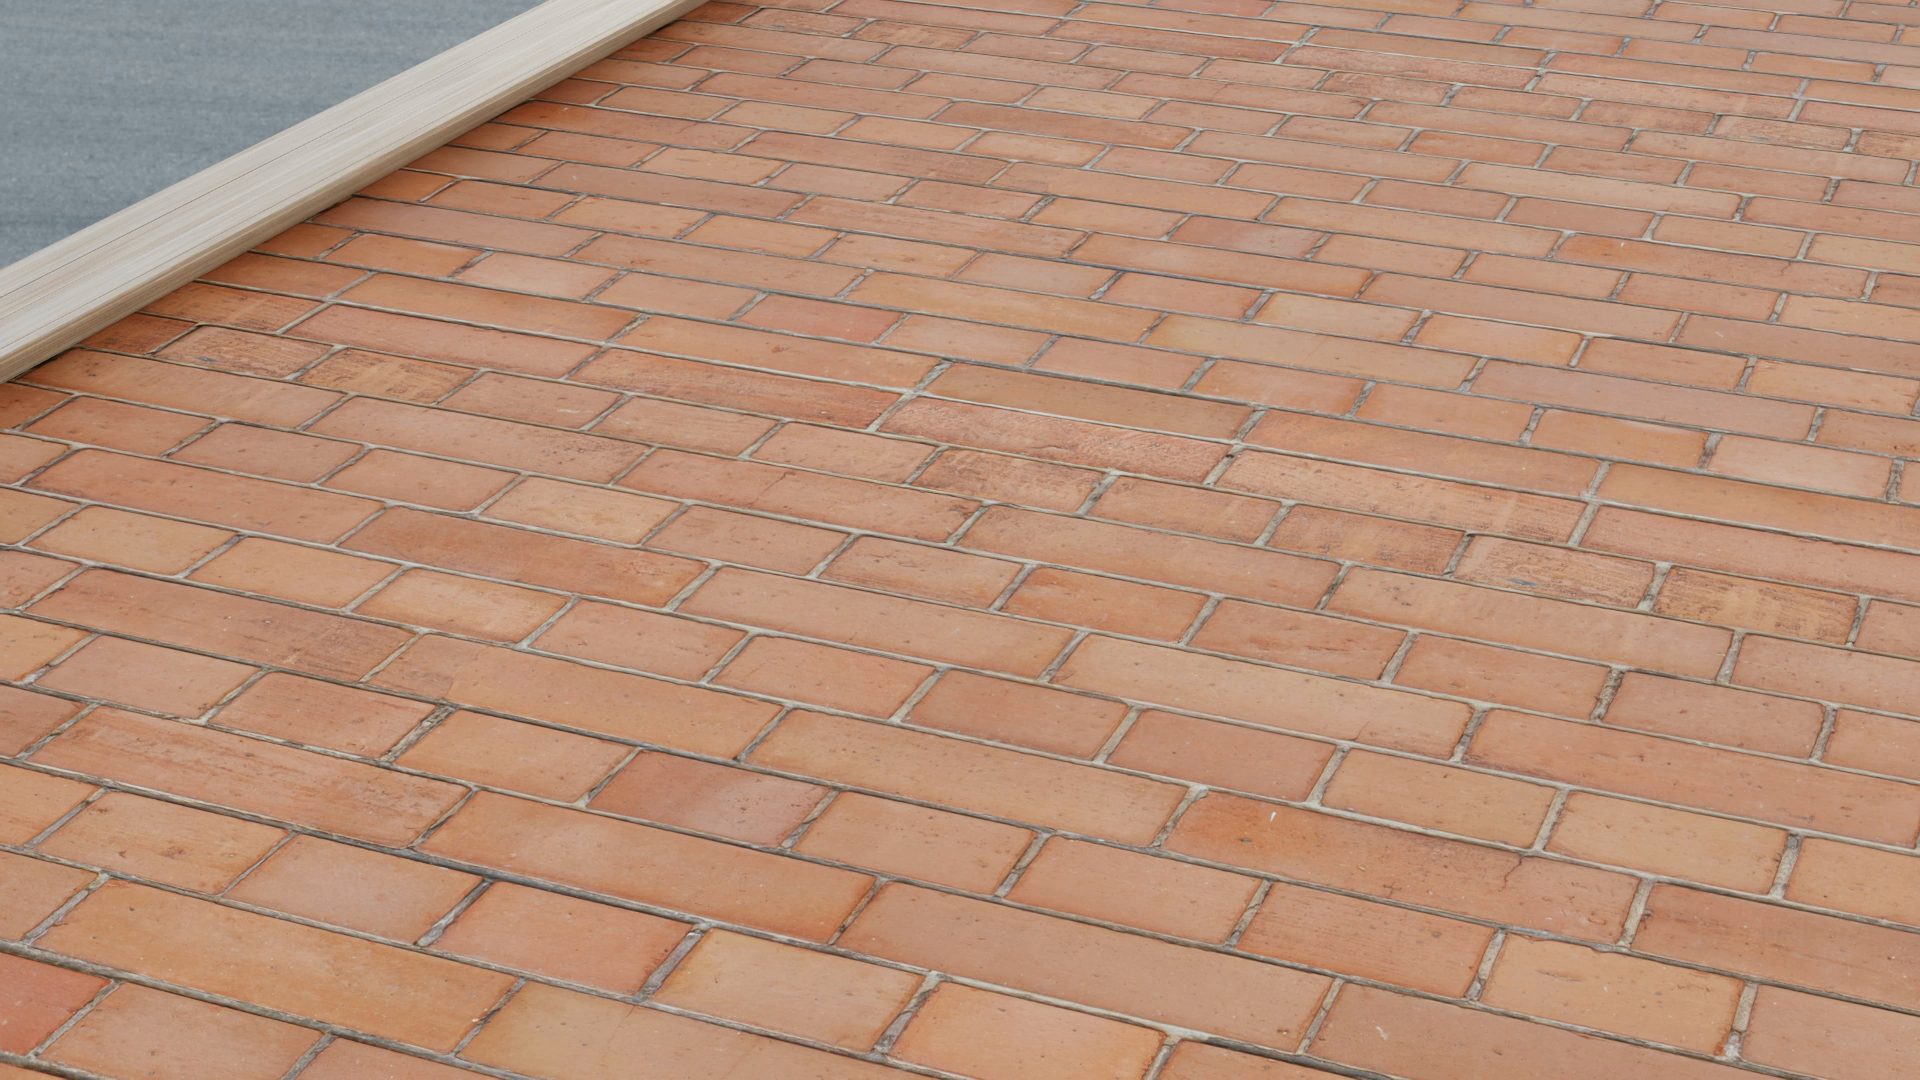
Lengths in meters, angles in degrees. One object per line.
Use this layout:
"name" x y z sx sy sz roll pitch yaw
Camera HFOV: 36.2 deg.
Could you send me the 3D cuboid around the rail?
"rail" -0.415 -0.435 2.748 0.045 0.083 3.036 10 27 20
